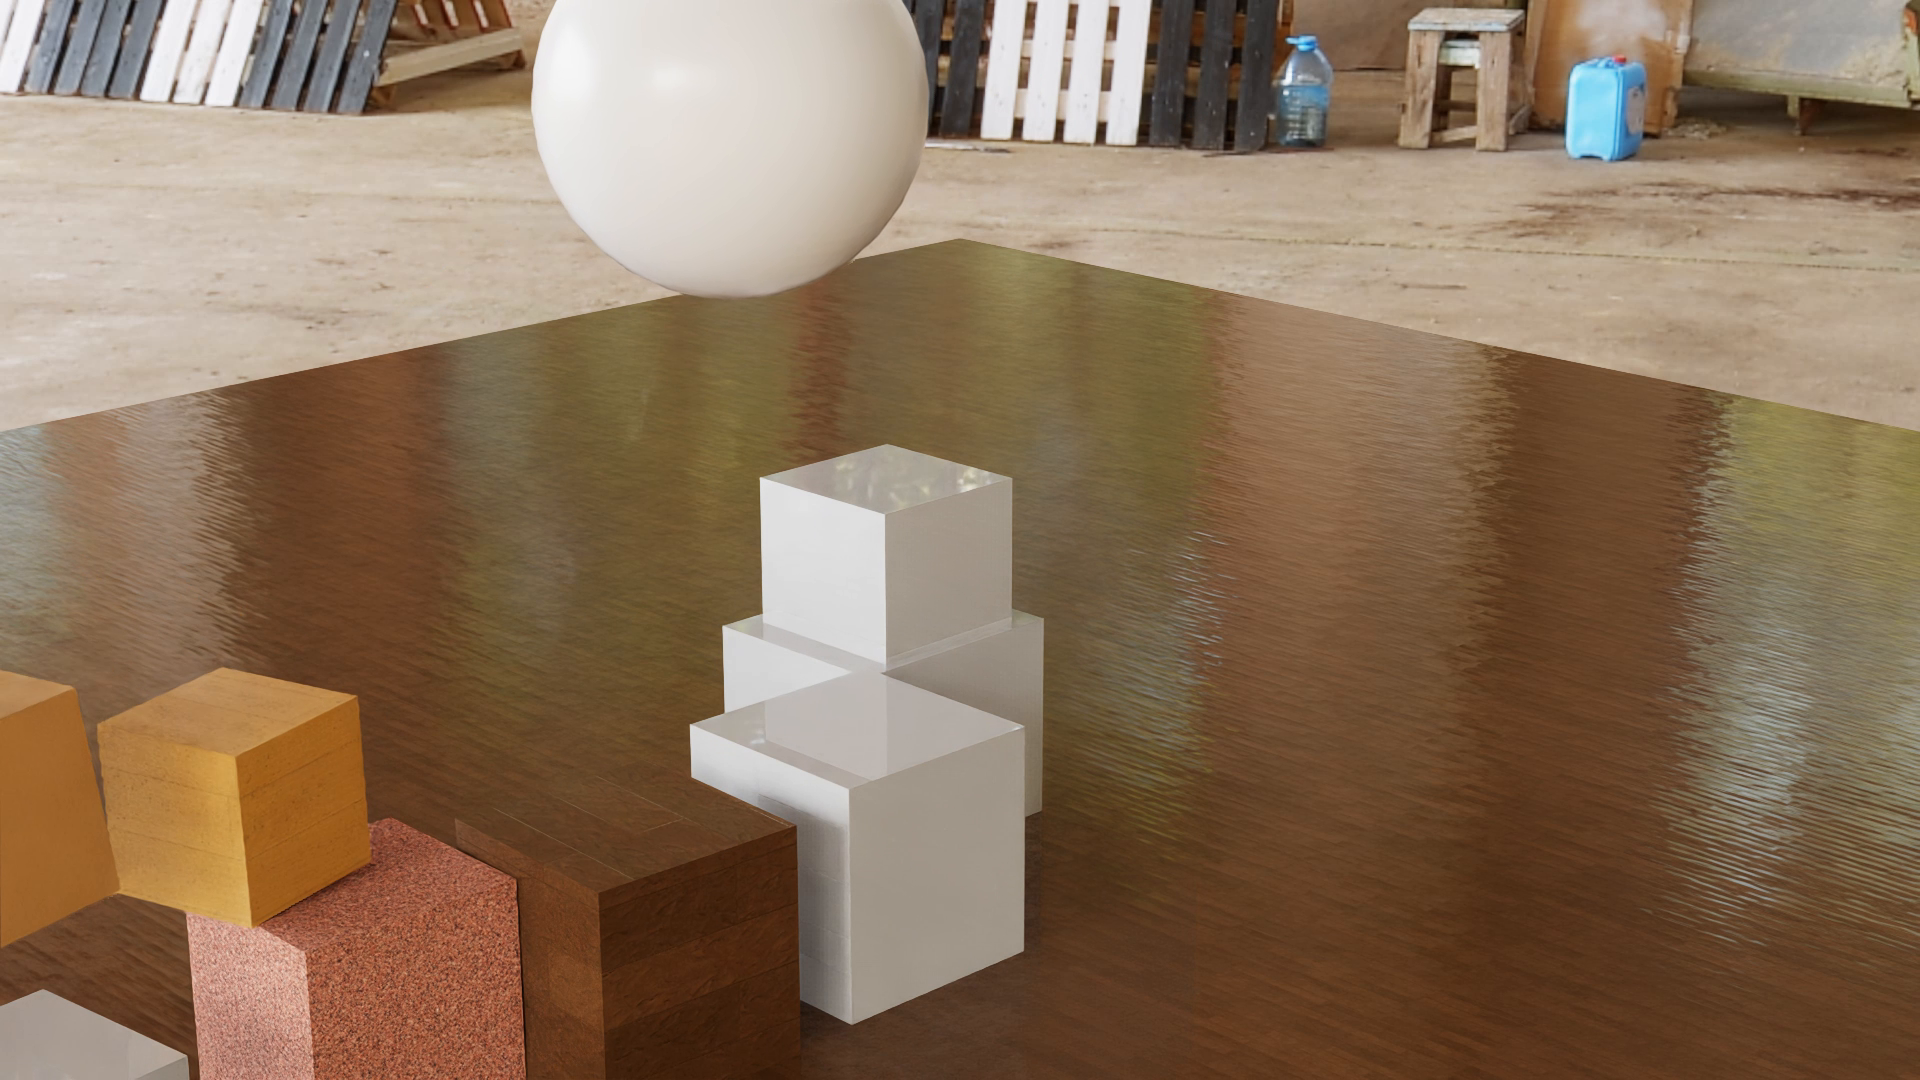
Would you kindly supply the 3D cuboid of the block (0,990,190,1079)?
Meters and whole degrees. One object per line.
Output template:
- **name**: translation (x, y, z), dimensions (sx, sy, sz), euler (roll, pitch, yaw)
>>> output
- **block**: translation (-3.268, 2.162, 10.236), dimensions (0.838, 0.737, 0.824), euler (13, 22, 36)

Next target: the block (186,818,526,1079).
- **block**: translation (-2.339, 1.729, 11.378), dimensions (0.939, 0.879, 0.853), euler (-16, 24, -42)

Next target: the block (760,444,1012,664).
- **block**: translation (-0.343, 0.050, 13.726), dimensions (0.838, 0.711, 0.820), euler (17, 24, 42)

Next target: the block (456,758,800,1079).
- **block**: translation (-1.313, 1.580, 11.660), dimensions (0.950, 0.994, 0.960), euler (-15, 23, -40)

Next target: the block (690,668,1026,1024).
- **block**: translation (-0.433, 1.279, 12.539), dimensions (1.002, 1.040, 1.002), euler (-16, 24, -42)

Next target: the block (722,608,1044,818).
- **block**: translation (-0.360, 0.856, 13.984), dimensions (1.145, 0.981, 0.994), euler (-17, 24, -42)

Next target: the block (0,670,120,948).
- **block**: translation (-3.564, 0.954, 10.255), dimensions (0.784, 0.773, 0.765), euler (8, 23, 38)

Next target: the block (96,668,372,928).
- **block**: translation (-2.757, 0.968, 11.173), dimensions (0.684, 0.687, 0.676), euler (9, 21, 28)

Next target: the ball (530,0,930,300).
- **ball**: translation (-0.921, -1.769, 11.820), dimensions (1.600, 1.600, 1.600), euler (0, 17, 0)
